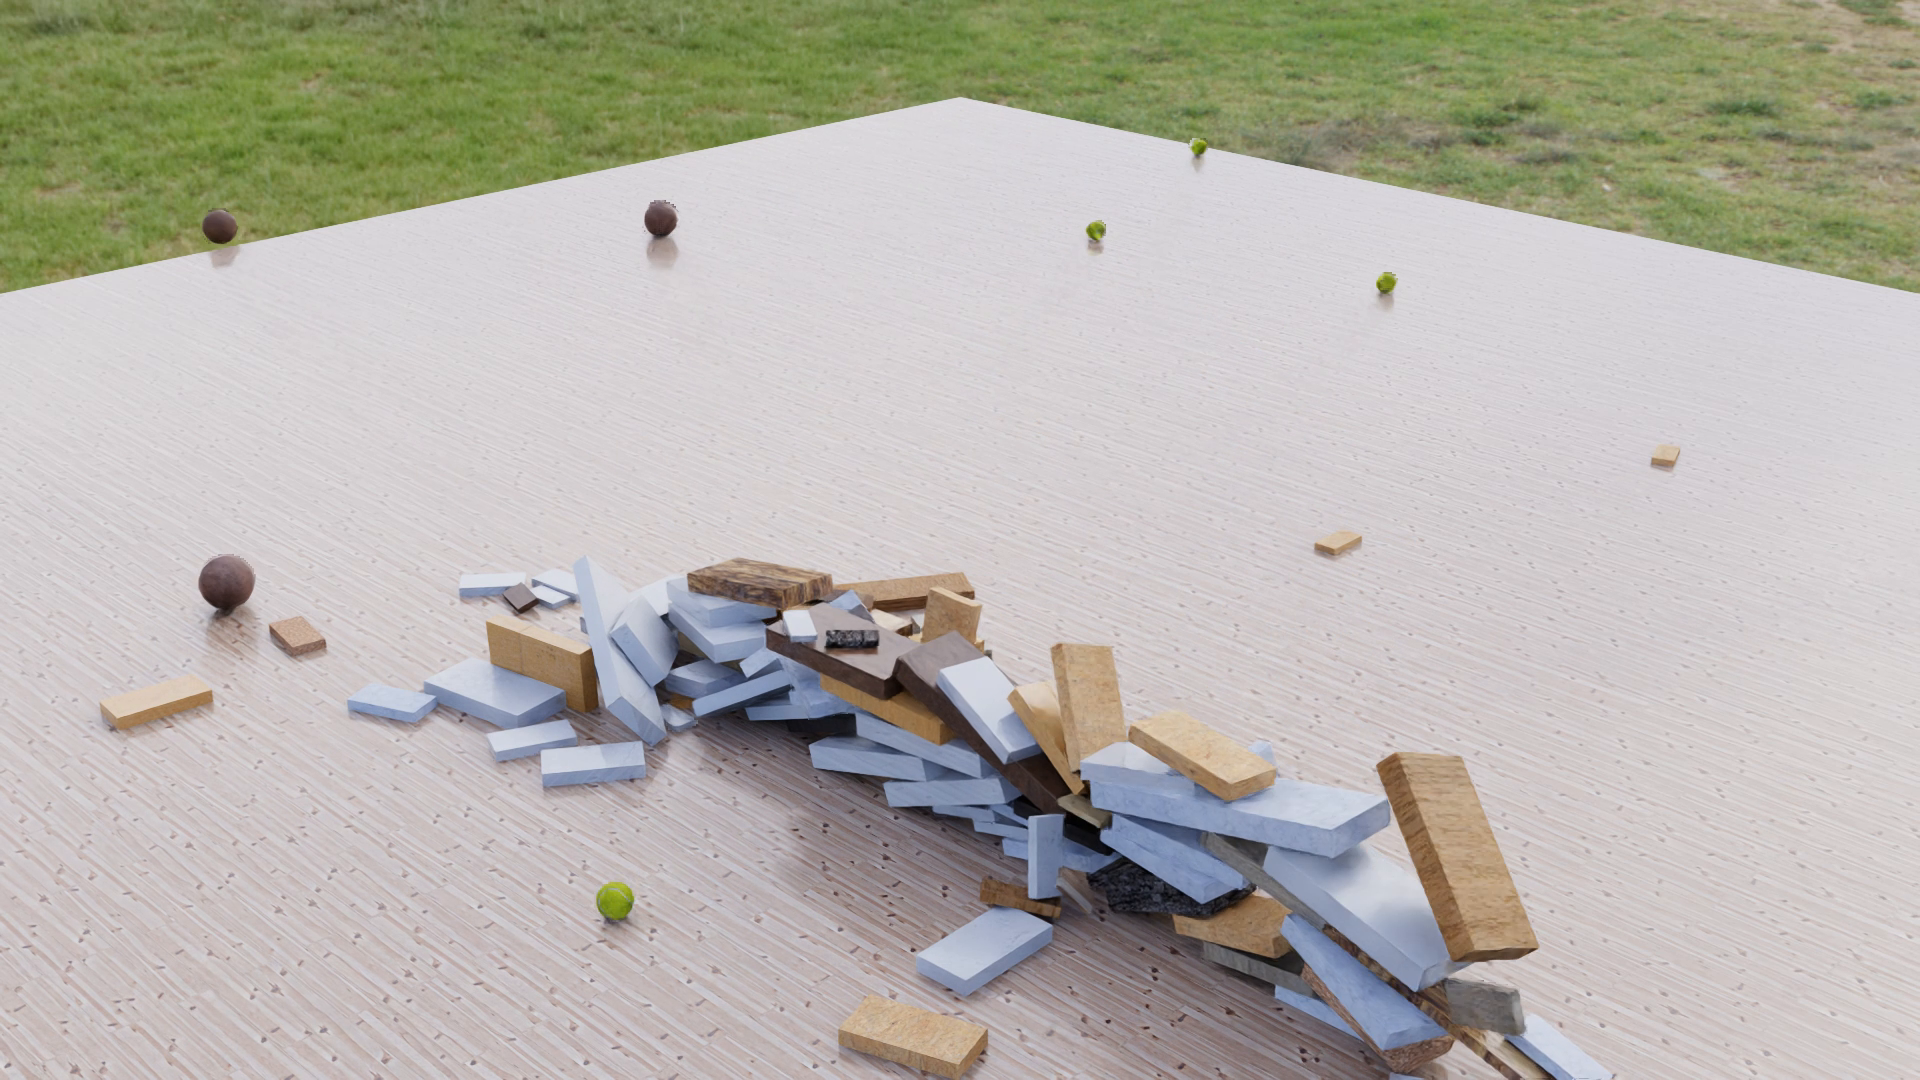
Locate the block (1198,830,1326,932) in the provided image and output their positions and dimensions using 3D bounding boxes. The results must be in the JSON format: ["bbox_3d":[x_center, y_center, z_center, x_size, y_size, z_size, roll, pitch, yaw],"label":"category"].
[{"bbox_3d":[0.573,0.571,3.864,0.140,0.040,0.280,-19,42,-43],"label":"block"}]

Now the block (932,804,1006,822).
[{"bbox_3d":[0.035,0.529,4.410,0.176,0.025,0.088,2,18,45],"label":"block"}]

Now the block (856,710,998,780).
[{"bbox_3d":[-0.023,0.381,4.417,0.178,0.050,0.356,-21,25,-41],"label":"block"}]

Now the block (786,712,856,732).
[{"bbox_3d":[-0.264,0.372,4.685,0.110,0.031,0.220,-28,14,-38],"label":"block"}]

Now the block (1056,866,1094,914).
[{"bbox_3d":[0.215,0.654,4.104,0.013,0.091,0.045,-28,30,35],"label":"block"}]

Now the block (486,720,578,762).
[{"bbox_3d":[-0.917,0.430,4.716,0.175,0.025,0.088,-9,25,-21],"label":"block"}]

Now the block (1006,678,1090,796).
[{"bbox_3d":[0.201,0.374,4.189,0.119,0.034,0.238,-9,55,-46],"label":"block"}]

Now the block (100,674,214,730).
[{"bbox_3d":[-1.782,0.358,4.878,0.212,0.030,0.106,-18,29,-36],"label":"block"}]

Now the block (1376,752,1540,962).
[{"bbox_3d":[0.820,0.521,3.632,0.175,0.050,0.350,8,54,-40],"label":"block"}]

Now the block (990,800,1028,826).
[{"bbox_3d":[0.152,0.527,4.286,0.176,0.025,0.088,20,29,40],"label":"block"}]

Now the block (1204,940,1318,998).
[{"bbox_3d":[0.566,0.737,3.901,0.123,0.035,0.246,-21,23,-39],"label":"block"}]

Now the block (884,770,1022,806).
[{"bbox_3d":[0.028,0.476,4.401,0.178,0.050,0.356,-21,8,-41],"label":"block"}]

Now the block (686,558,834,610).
[{"bbox_3d":[-0.458,0.098,5.024,0.316,0.045,0.158,9,19,41],"label":"block"}]

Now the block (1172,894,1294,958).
[{"bbox_3d":[0.517,0.684,3.932,0.130,0.037,0.260,-19,12,-33],"label":"block"}]

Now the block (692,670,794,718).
[{"bbox_3d":[-0.445,0.328,4.762,0.246,0.035,0.123,-20,-9,9],"label":"block"}]

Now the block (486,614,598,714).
[{"bbox_3d":[-0.936,0.275,4.921,0.295,0.148,0.042,16,30,33],"label":"block"}]

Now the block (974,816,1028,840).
[{"bbox_3d":[0.120,0.557,4.333,0.176,0.025,0.088,3,18,45],"label":"block"}]

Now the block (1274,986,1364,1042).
[{"bbox_3d":[0.685,0.804,3.822,0.246,0.035,0.123,21,31,40],"label":"block"}]

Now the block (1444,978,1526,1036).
[{"bbox_3d":[0.833,0.741,3.491,0.020,0.070,0.140,-15,6,-33],"label":"block"}]

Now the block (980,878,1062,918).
[{"bbox_3d":[0.112,0.667,4.098,0.150,0.021,0.075,13,8,-1],"label":"block"}]

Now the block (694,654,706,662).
[{"bbox_3d":[-0.514,0.256,5.122,0.094,0.027,0.188,21,31,40],"label":"block"}]

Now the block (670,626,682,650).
[{"bbox_3d":[-0.645,0.228,5.190,0.188,0.027,0.094,-2,23,-5],"label":"block"}]

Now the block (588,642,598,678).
[{"bbox_3d":[-0.821,0.264,5.104,0.094,0.027,0.188,1,23,3],"label":"block"}]

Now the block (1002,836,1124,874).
[{"bbox_3d":[0.207,0.590,4.256,0.118,0.033,0.236,-21,17,-41],"label":"block"}]

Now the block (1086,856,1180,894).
[{"bbox_3d":[0.359,0.619,4.107,0.118,0.033,0.236,-20,7,-39],"label":"block"}]

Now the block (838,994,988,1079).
[{"bbox_3d":[-0.079,0.843,3.733,0.227,0.032,0.113,11,25,24],"label":"block"}]

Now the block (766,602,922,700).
[{"bbox_3d":[-0.220,0.224,4.494,0.336,0.048,0.168,21,30,37],"label":"block"}]

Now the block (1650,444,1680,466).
[{"bbox_3d":[2.026,-0.244,6.313,0.063,0.018,0.125,10,25,23],"label":"block"}]

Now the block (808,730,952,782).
[{"bbox_3d":[-0.129,0.431,4.552,0.178,0.050,0.356,-21,14,-41],"label":"block"}]

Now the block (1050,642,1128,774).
[{"bbox_3d":[0.249,0.320,4.159,0.123,0.247,0.035,7,-26,-35],"label":"block"}]

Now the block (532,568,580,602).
[{"bbox_3d":[-0.981,0.112,5.468,0.159,0.023,0.080,17,28,34],"label":"block"}]

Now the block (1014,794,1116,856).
[{"bbox_3d":[0.229,0.528,4.207,0.236,0.033,0.118,20,29,40],"label":"block"}]

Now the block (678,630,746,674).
[{"bbox_3d":[-0.503,0.239,5.008,0.148,0.042,0.296,-14,17,-34],"label":"block"}]

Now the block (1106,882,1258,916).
[{"bbox_3d":[0.407,0.648,4.064,0.130,0.037,0.260,-20,8,-39],"label":"block"}]

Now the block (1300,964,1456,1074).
[{"bbox_3d":[0.706,0.790,3.723,0.123,0.035,0.246,-16,44,-34],"label":"block"}]

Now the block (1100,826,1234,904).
[{"bbox_3d":[0.394,0.569,4.014,0.130,0.037,0.260,-17,31,-38],"label":"block"}]

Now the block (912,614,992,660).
[{"bbox_3d":[-0.022,0.232,5.171,0.118,0.034,0.237,-8,24,-18],"label":"block"}]

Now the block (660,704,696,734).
[{"bbox_3d":[-0.632,0.390,4.822,0.054,0.015,0.107,-20,30,-38],"label":"block"}]

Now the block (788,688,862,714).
[{"bbox_3d":[-0.240,0.322,4.643,0.220,0.031,0.110,5,26,33],"label":"block"}]

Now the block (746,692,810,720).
[{"bbox_3d":[-0.357,0.353,4.776,0.110,0.031,0.220,-28,14,-40],"label":"block"}]

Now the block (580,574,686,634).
[{"bbox_3d":[-0.738,0.168,5.229,0.150,0.043,0.301,19,32,38],"label":"block"}]
